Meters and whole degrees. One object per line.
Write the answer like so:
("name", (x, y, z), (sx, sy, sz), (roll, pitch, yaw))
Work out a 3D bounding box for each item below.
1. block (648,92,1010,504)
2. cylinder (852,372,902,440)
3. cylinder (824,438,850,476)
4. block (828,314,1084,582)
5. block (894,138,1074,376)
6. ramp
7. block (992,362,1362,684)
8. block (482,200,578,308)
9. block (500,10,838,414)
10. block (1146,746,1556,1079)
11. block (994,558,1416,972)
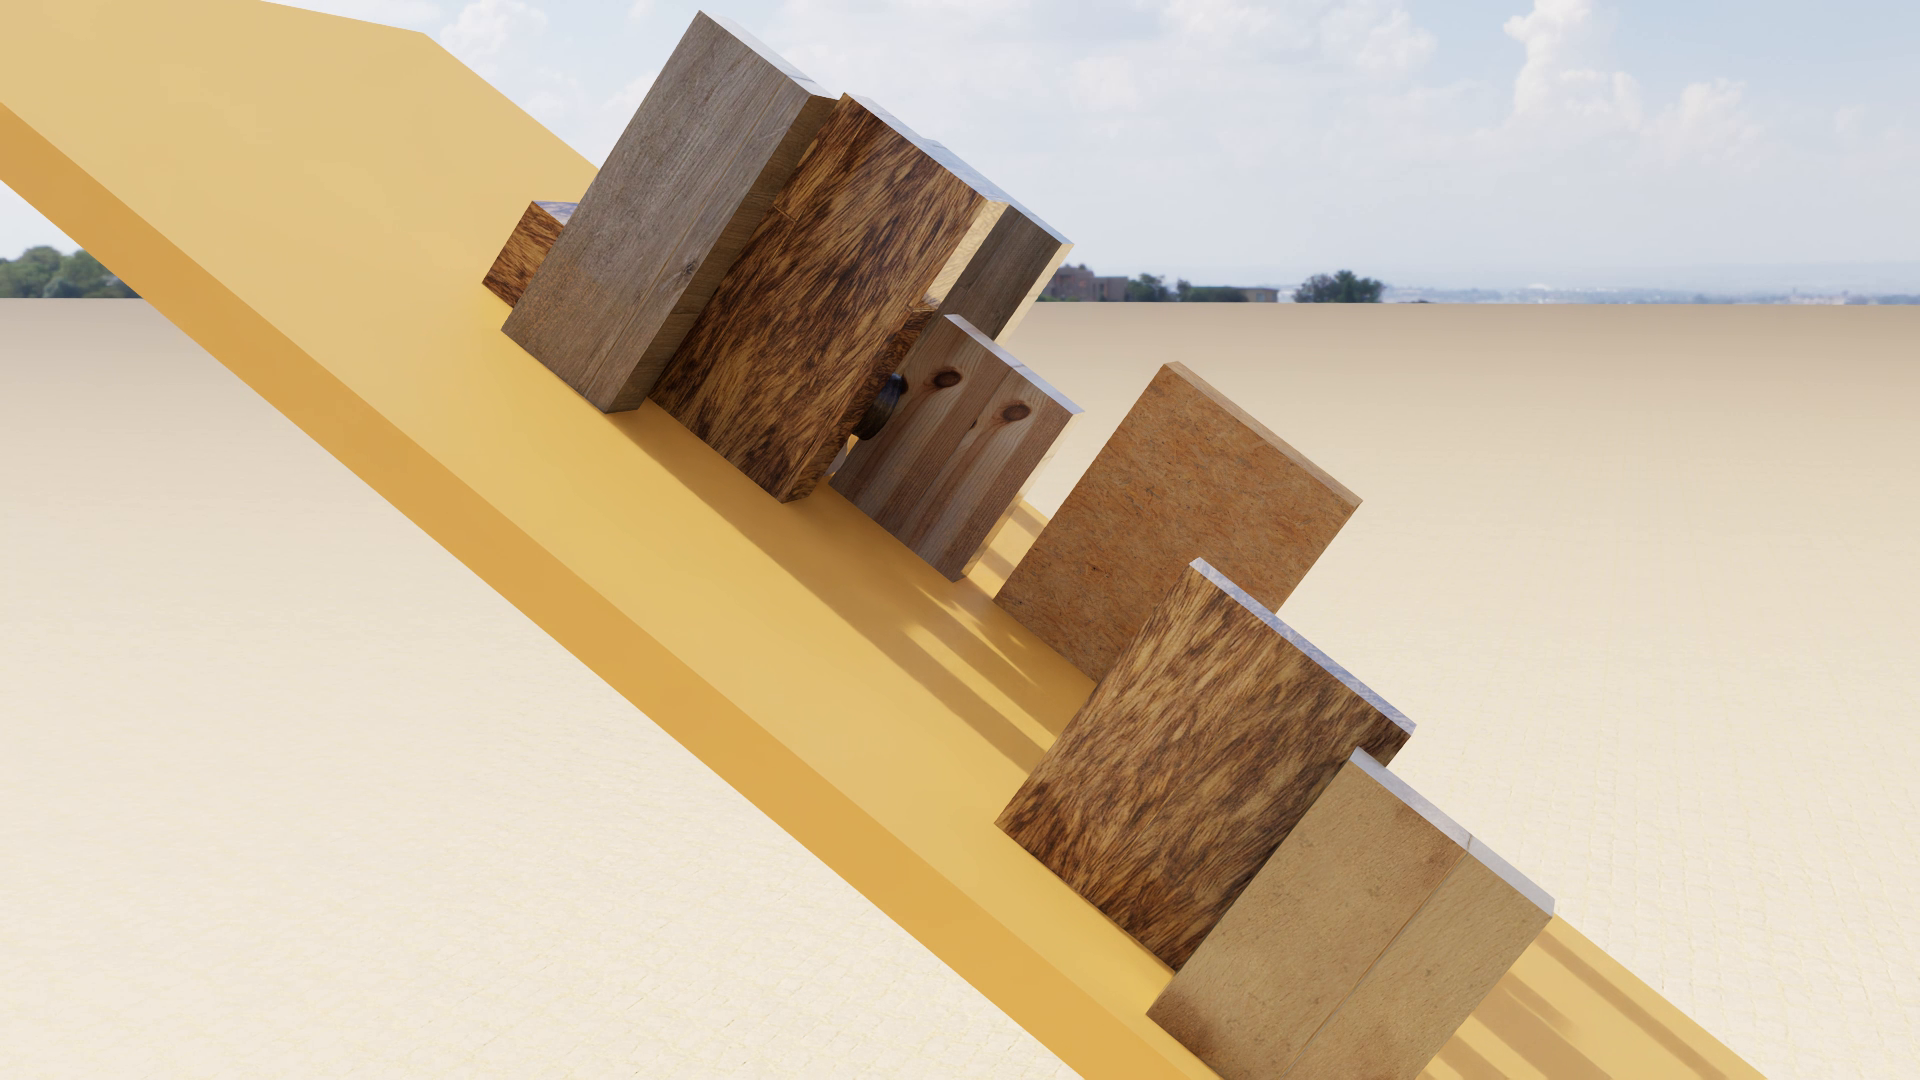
("block", (-0.243, -0.433, 3.975), (0.326, 0.664, 0.134), (38, 16, 10))
("cylinder", (-0.209, -0.284, 4.158), (0.144, 0.144, 0.144), (29, -5, -24))
("cylinder", (-0.270, -0.192, 4.241), (0.114, 0.114, 0.114), (0, 18, 1))
("block", (-0.009, -0.176, 4.204), (0.312, 0.401, 0.095), (38, 16, 10))
("block", (-0.068, -0.557, 4.928), (0.396, 0.545, 0.112), (38, 16, 10))
("ramp", (-0.074, 0.140, 4.074), (4.000, 0.100, 2.000), (38, 16, 10))
("block", (0.411, 0.021, 4.192), (0.441, 0.567, 0.136), (38, 16, 10))
("block", (-0.723, -0.495, 4.050), (0.182, 0.182, 0.182), (38, 16, 9))
("block", (-0.506, -0.560, 3.803), (0.245, 0.661, 0.133), (38, 16, 10))
("block", (0.530, 0.572, 3.012), (0.331, 0.468, 0.091), (38, 16, 10))
("block", (0.356, 0.347, 3.248), (0.398, 0.500, 0.083), (38, 16, 10))
